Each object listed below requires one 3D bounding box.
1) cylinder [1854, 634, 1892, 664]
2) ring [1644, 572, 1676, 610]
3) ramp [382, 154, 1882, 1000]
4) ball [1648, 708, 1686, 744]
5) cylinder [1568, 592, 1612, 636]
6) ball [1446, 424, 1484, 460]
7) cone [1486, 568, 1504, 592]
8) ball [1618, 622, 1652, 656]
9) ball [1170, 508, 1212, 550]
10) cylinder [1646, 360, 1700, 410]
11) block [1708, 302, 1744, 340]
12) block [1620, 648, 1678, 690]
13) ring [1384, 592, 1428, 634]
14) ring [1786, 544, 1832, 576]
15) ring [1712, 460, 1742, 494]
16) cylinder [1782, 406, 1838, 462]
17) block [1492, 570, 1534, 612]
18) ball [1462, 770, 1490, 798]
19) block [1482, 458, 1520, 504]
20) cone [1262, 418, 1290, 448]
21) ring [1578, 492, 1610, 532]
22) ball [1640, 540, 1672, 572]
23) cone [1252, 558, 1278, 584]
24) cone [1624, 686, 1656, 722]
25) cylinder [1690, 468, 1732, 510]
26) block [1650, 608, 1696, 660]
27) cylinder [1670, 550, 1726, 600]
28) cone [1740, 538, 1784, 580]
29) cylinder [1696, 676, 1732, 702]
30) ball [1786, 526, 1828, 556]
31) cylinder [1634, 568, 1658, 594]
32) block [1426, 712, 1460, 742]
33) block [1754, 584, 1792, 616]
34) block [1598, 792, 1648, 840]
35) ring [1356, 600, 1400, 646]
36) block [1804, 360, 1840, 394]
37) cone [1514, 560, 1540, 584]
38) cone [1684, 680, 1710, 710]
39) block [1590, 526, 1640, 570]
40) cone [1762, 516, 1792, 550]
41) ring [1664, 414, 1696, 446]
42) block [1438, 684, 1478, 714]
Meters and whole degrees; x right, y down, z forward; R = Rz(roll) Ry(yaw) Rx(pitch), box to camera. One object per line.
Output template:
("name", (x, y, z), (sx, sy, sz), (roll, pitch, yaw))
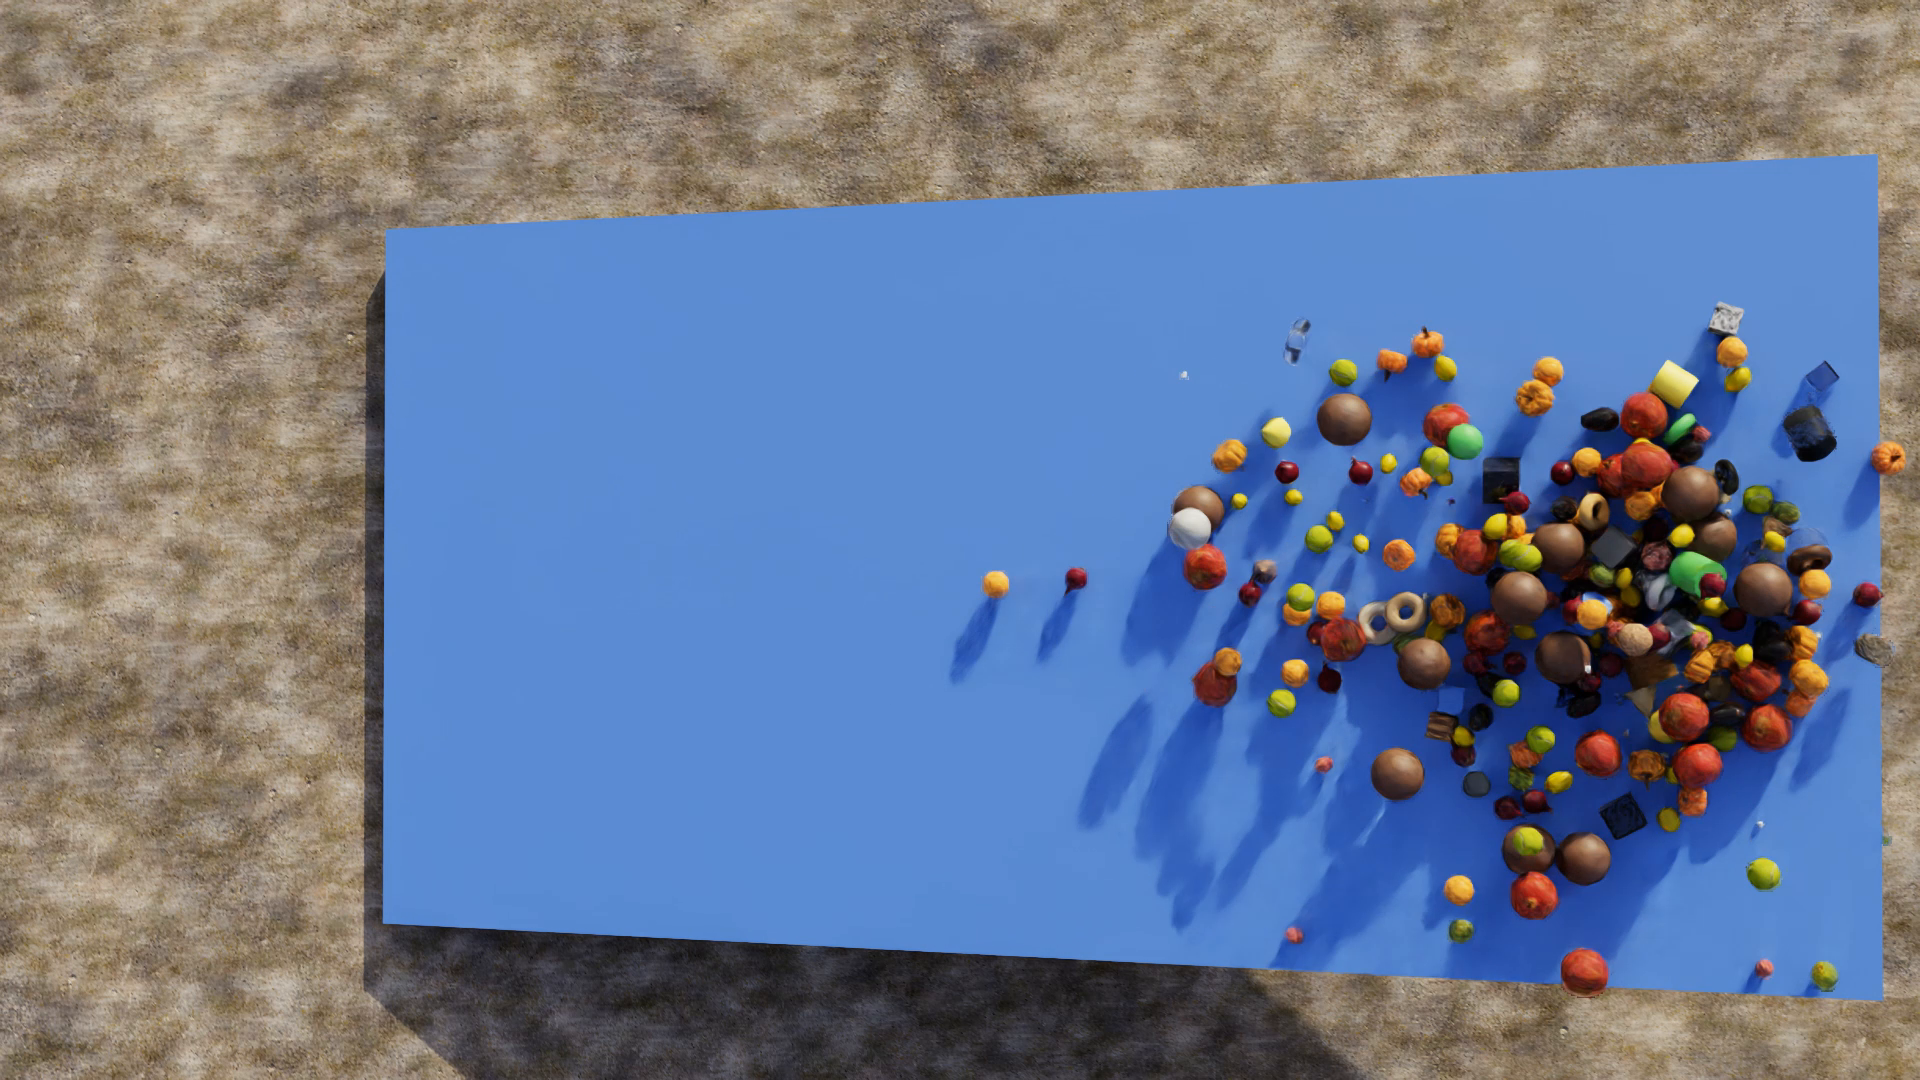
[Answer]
("cylinder", (2.130, 0.255, 5.127), (0.059, 0.059, 0.059), (-3, 104, -12))
("ring", (1.662, 0.123, 5.217), (0.032, 0.097, 0.097), (33, 89, 43))
("ramp", (0.272, 0.095, 5.813), (4.000, 0.100, 2.000), (0, 89, 17))
("ball", (1.698, 0.446, 5.285), (0.087, 0.087, 0.087), (0, 89, 0))
("cylinder", (1.510, 0.177, 5.272), (0.077, 0.077, 0.077), (21, 130, 0))
("ball", (1.225, -0.237, 5.338), (0.089, 0.089, 0.089), (0, 89, 0))
("cone", (1.323, 0.101, 5.411), (0.065, 0.065, 0.065), (0, 89, 21))
("ball", (1.581, 0.233, 5.151), (0.079, 0.079, 0.079), (0, 89, 0))
("ball", (0.507, -0.024, 4.839), (0.093, 0.093, 0.093), (0, 89, 0))
("cylinder", (1.716, -0.373, 5.292), (0.087, 0.087, 0.087), (36, 89, 5))
("block", (1.835, -0.526, 5.268), (0.064, 0.064, 0.064), (21, 91, 16))
("block", (1.657, 0.306, 5.286), (0.080, 0.080, 0.080), (-21, 83, -17))
("ring", (1.105, 0.180, 5.451), (0.107, 0.036, 0.107), (-7, 70, 20))
("ring", (1.981, 0.048, 5.130), (0.104, 0.104, 0.035), (-7, 55, 0))
("ring", (1.808, -0.149, 5.185), (0.029, 0.087, 0.087), (-23, 89, -17))
("cylinder", (1.989, -0.248, 5.148), (0.092, 0.092, 0.092), (-10, 52, 0))
("block", (1.352, 0.125, 5.378), (0.067, 0.067, 0.067), (-41, 123, -29))
("ball", (1.273, 0.603, 5.420), (0.068, 0.068, 0.068), (0, 89, 0))
("block", (1.327, -0.144, 5.390), (0.086, 0.086, 0.086), (0, 113, 17))
("cone", (0.781, -0.274, 5.561), (0.080, 0.080, 0.080), (-3, 84, 36))
("ring", (1.528, -0.067, 5.299), (0.095, 0.032, 0.095), (0, 90, -33))
("ball", (1.661, 0.040, 5.251), (0.075, 0.075, 0.075), (0, 89, 0))
("cone", (0.769, 0.079, 5.579), (0.065, 0.065, 0.065), (0, 89, 17))
("cone", (1.638, 0.396, 5.259), (0.079, 0.079, 0.079), (-13, 80, 0))
("cylinder", (1.799, -0.124, 5.266), (0.081, 0.081, 0.081), (-18, 101, 0))
("block", (1.688, 0.224, 5.234), (0.074, 0.074, 0.074), (-28, 60, -32))
("cylinder", (1.730, 0.082, 5.159), (0.091, 0.091, 0.091), (-7, 109, -19))
("cone", (1.883, 0.037, 5.205), (0.100, 0.100, 0.100), (-9, 75, 35))
("cylinder", (1.801, 0.355, 5.256), (0.063, 0.063, 0.063), (2, 89, -44))
("ball", (2.001, 0.015, 5.195), (0.092, 0.092, 0.092), (0, 89, 0))
("cylinder", (1.653, 0.102, 5.276), (0.054, 0.054, 0.054), (-2, 107, -7))
("block", (1.194, 0.463, 5.444), (0.062, 0.062, 0.062), (12, 93, 23))
("block", (1.920, 0.142, 5.197), (0.062, 0.062, 0.062), (2, 79, 42))
("block", (1.602, 0.667, 5.312), (0.080, 0.080, 0.080), (-32, 81, 16))
("ring", (1.049, 0.209, 5.508), (0.113, 0.038, 0.113), (0, 90, 16))
("block", (2.044, -0.385, 5.212), (0.053, 0.053, 0.053), (-39, 79, 13))
("cone", (1.381, 0.073, 5.387), (0.065, 0.065, 0.065), (-10, 70, 27))
("cone", (1.764, 0.375, 5.222), (0.064, 0.064, 0.064), (-30, 88, 0))
("block", (1.564, 0.017, 5.253), (0.073, 0.073, 0.073), (47, 114, 19))
("cone", (1.898, -0.005, 5.155), (0.074, 0.074, 0.074), (35, 85, 0))
("ring", (1.730, -0.265, 5.284), (0.094, 0.094, 0.031), (-43, 73, -1))
("block", (1.228, 0.394, 5.426), (0.066, 0.066, 0.066), (7, 91, 42))
